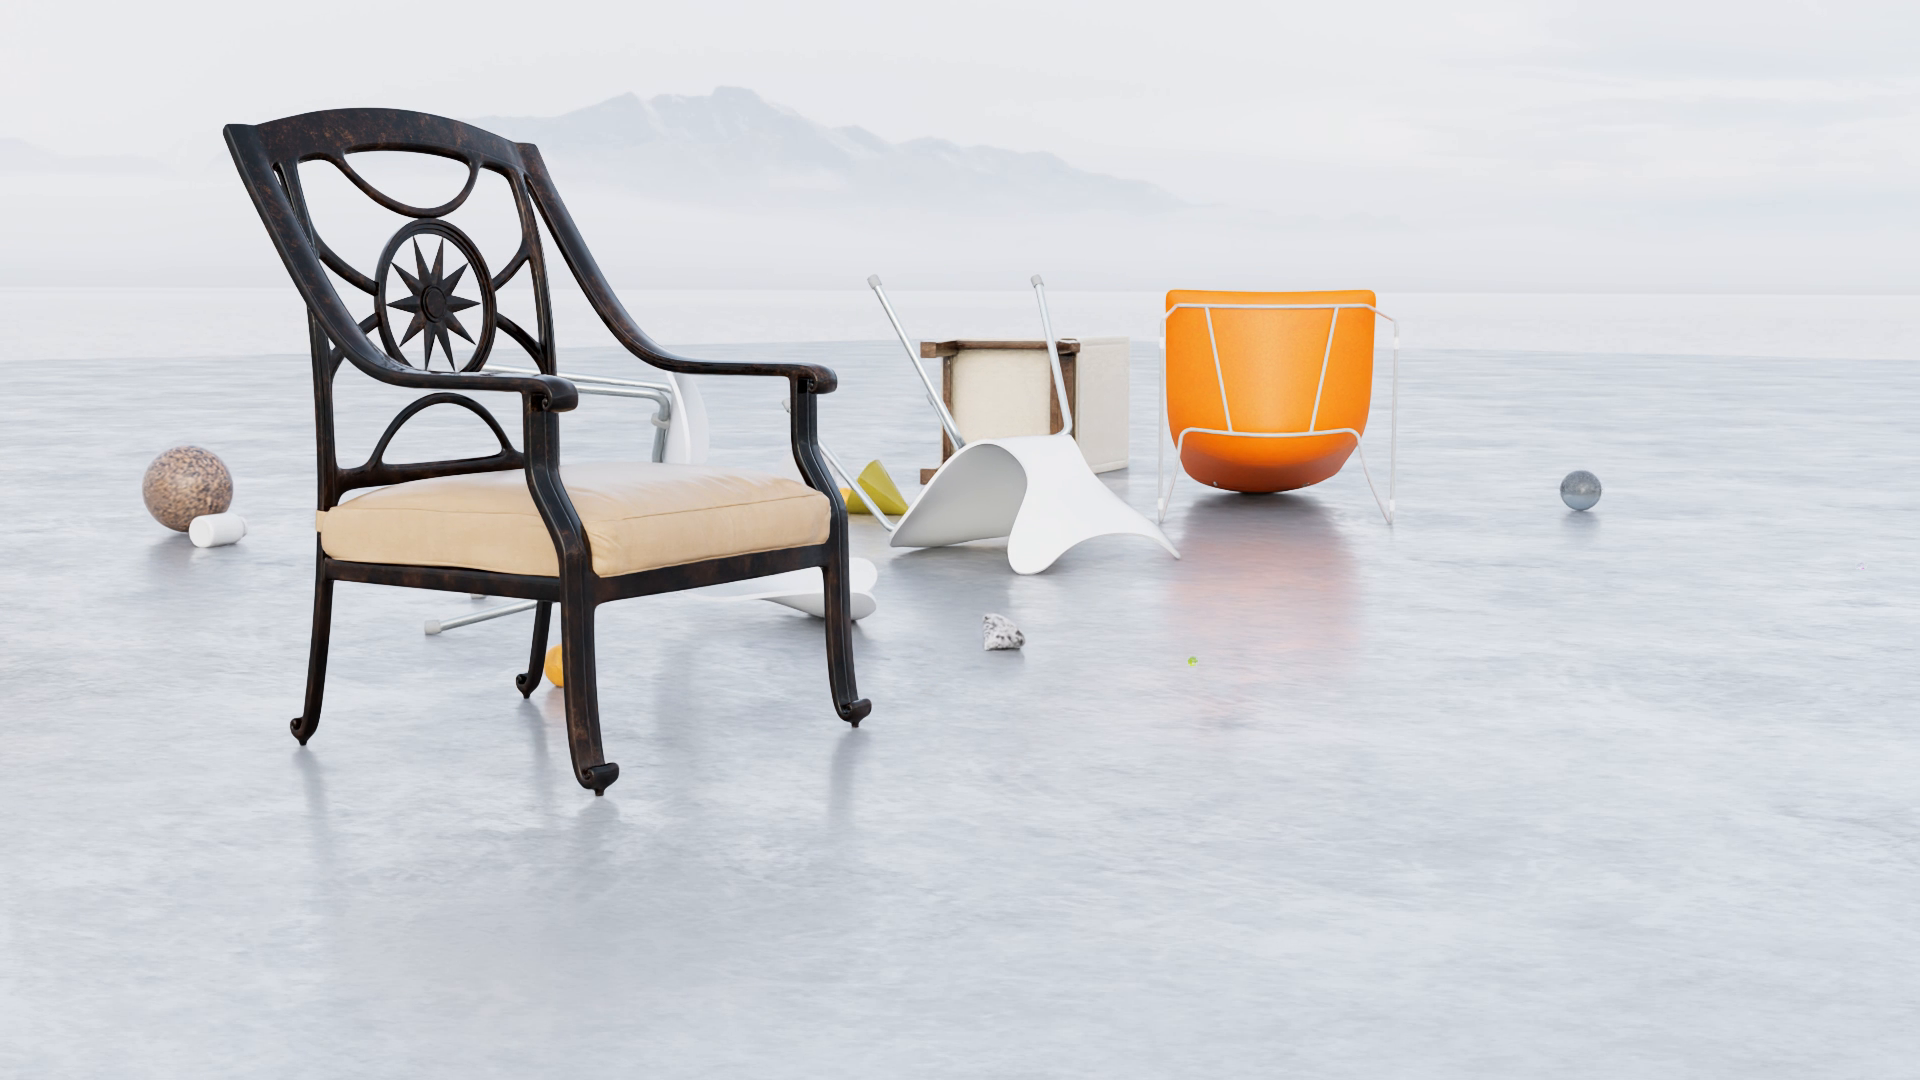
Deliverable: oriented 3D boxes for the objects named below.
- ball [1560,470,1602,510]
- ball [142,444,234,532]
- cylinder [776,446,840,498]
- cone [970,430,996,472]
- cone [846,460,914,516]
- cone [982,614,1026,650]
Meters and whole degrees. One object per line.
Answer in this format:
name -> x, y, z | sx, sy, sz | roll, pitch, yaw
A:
ball -> 1.744, -0.140, 7.205 | 0.116, 0.116, 0.116 | 0, 6, 0
ball -> -1.982, -0.132, 6.585 | 0.227, 0.227, 0.227 | 0, 6, 0
cylinder -> -0.452, -0.204, 7.682 | 0.172, 0.144, 0.134 | -16, 4, 9
cone -> 0.077, -0.307, 8.704 | 0.092, 0.142, 0.074 | 2, 6, 15
cone -> -0.196, -0.107, 7.078 | 0.169, 0.171, 0.177 | 30, -24, 14
cone -> 0.060, 0.177, 4.535 | 0.054, 0.078, 0.111 | -44, 26, -25
